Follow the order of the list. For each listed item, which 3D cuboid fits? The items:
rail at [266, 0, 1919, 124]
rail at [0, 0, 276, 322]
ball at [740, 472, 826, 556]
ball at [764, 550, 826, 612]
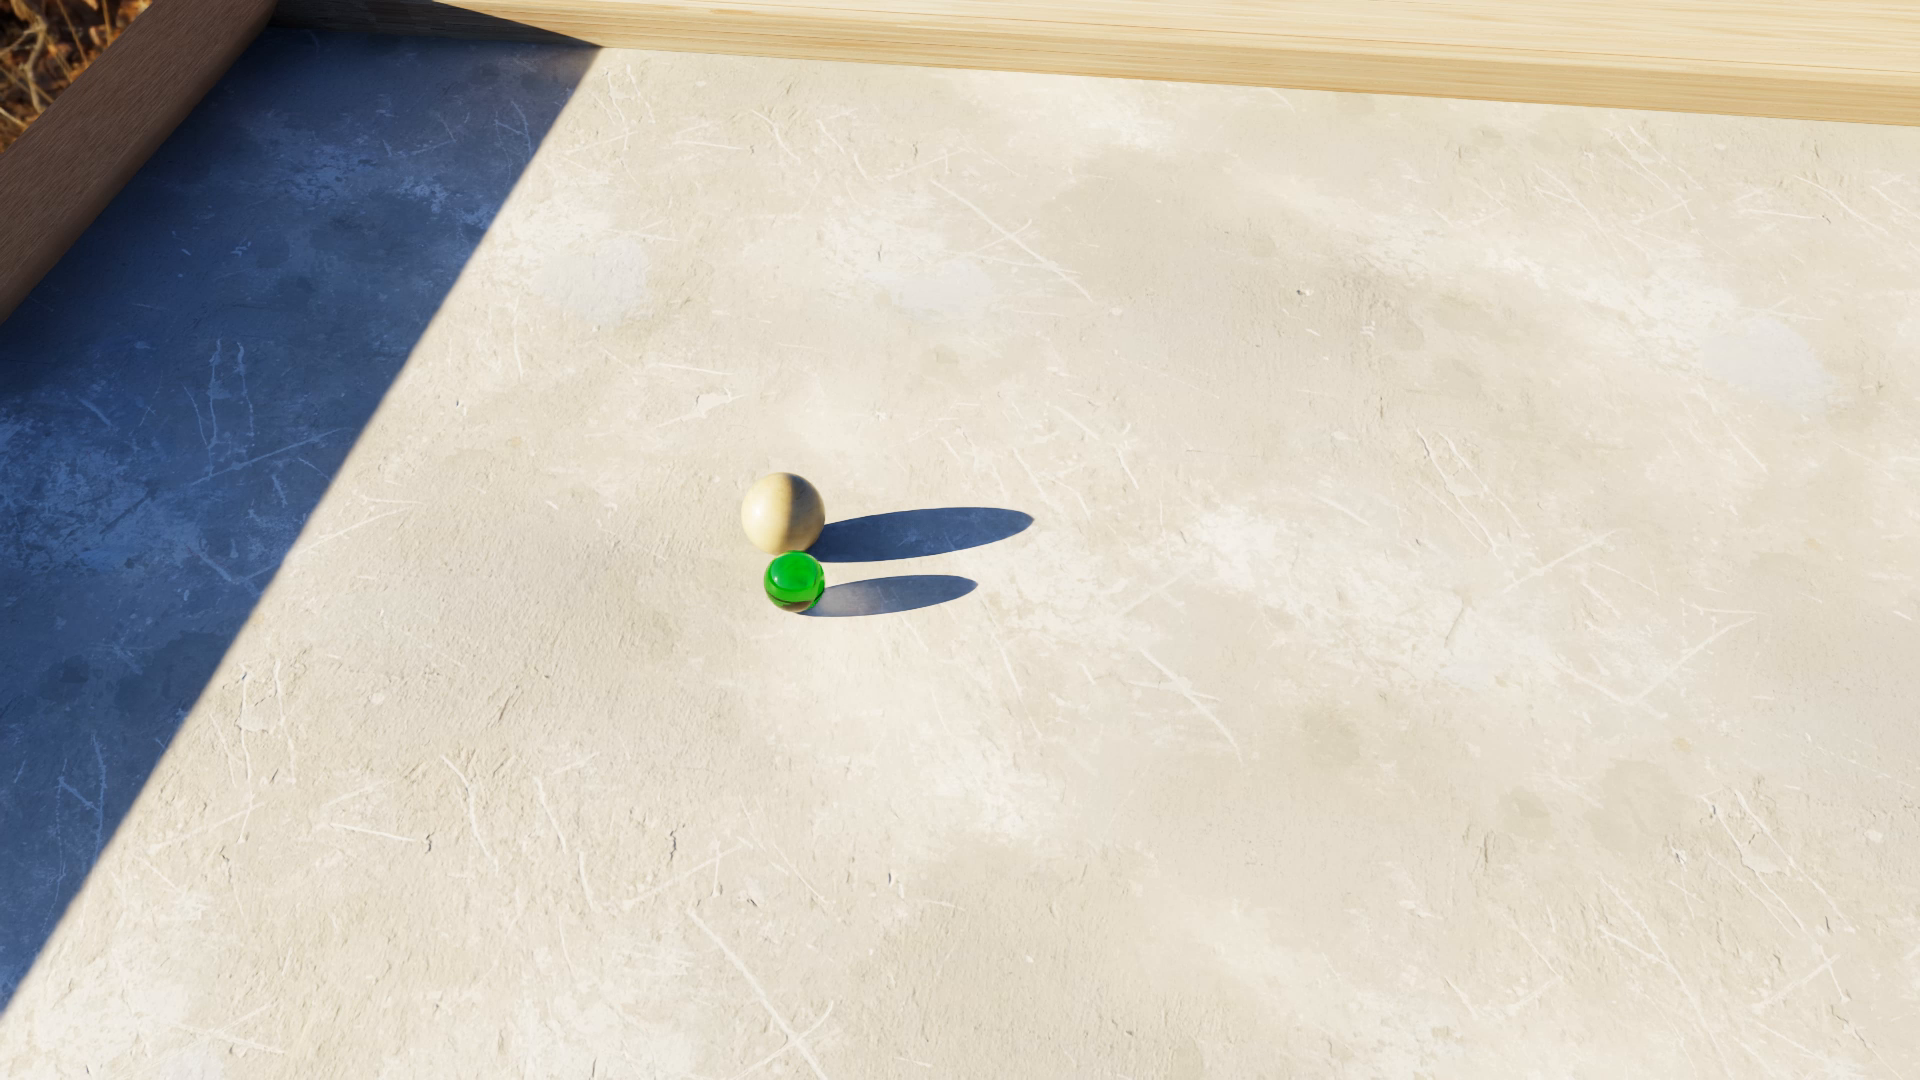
[{"bbox_3d":[0.972,-0.441,2.439,3.445,0.128,0.045,5,35,7],"label":"rail"},{"bbox_3d":[-0.829,-0.099,1.951,0.045,0.128,1.735,5,35,7],"label":"rail"},{"bbox_3d":[-0.131,-0.019,1.895,0.063,0.063,0.063,0,35,0],"label":"ball"},{"bbox_3d":[-0.119,0.030,1.841,0.045,0.045,0.045,0,35,0],"label":"ball"}]
